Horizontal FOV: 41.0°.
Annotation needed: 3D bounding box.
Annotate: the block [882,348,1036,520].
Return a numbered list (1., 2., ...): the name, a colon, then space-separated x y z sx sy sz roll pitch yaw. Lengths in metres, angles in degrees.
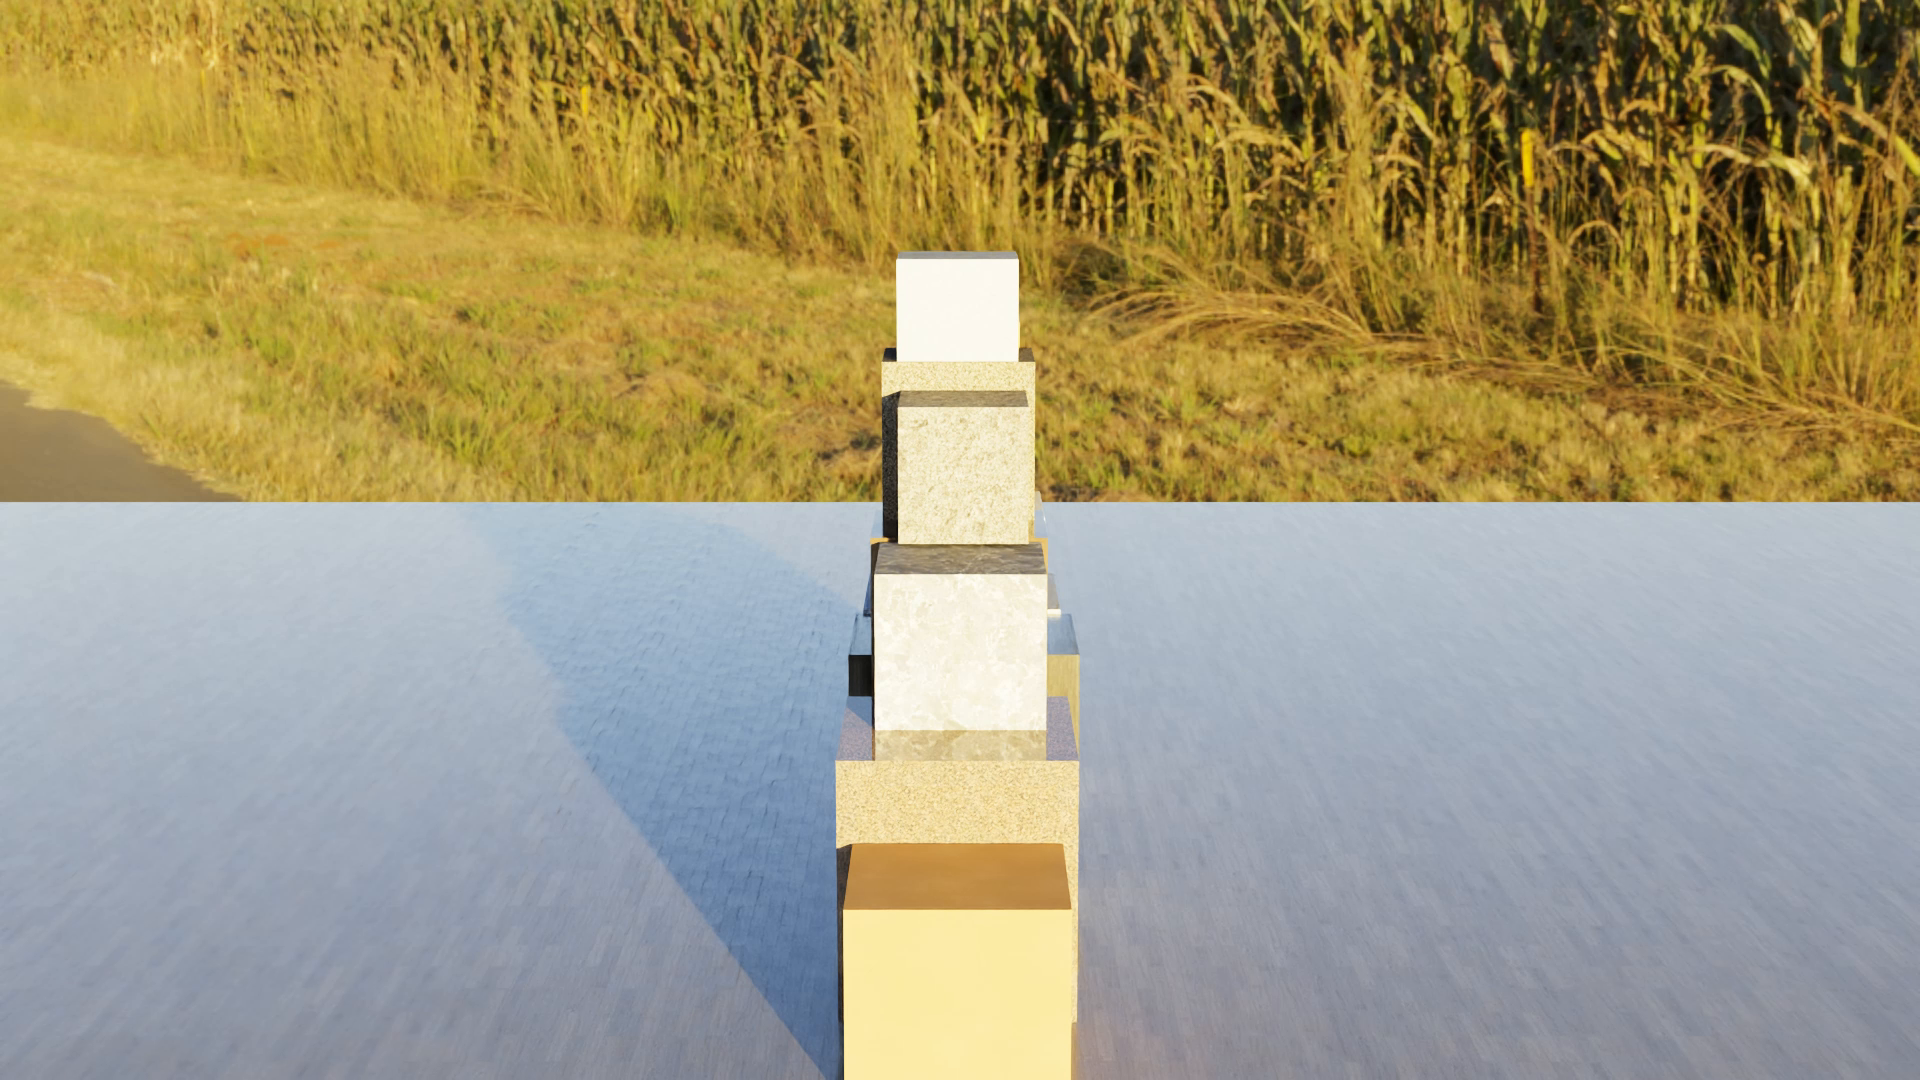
1. block: -0.007 -0.467 11.110 0.644 0.672 0.580 0 10 0

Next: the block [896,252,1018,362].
1. block: -0.010 -1.006 10.998 0.509 0.428 0.500 0 10 0

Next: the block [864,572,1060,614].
1. block: 0.008 0.743 12.666 0.932 1.006 0.904 0 10 0

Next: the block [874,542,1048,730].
1. block: 0.003 0.370 10.170 0.658 0.610 0.698 0 10 0

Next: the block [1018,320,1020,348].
1. block: 0.016 -0.715 11.631 0.496 0.596 0.525 0 11 0

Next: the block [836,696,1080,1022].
1. block: -0.010 1.222 10.016 0.895 1.012 0.993 0 10 0

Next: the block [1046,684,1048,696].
1. block: 0.005 1.114 10.940 0.744 0.895 0.844 0 10 0

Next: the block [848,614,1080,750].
1. block: 0.017 0.913 11.785 1.017 0.988 0.870 0 10 0

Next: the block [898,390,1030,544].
1. block: 0.014 -0.306 10.553 0.523 0.555 0.554 0 10 0

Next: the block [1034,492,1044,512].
1. block: 0.013 0.141 11.556 0.711 0.612 0.728 0 10 0

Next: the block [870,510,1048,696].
1. block: -0.004 0.296 10.863 0.723 0.741 0.671 0 10 0

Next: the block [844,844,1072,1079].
1. block: -0.008 1.535 9.170 0.778 0.699 0.765 0 10 0
